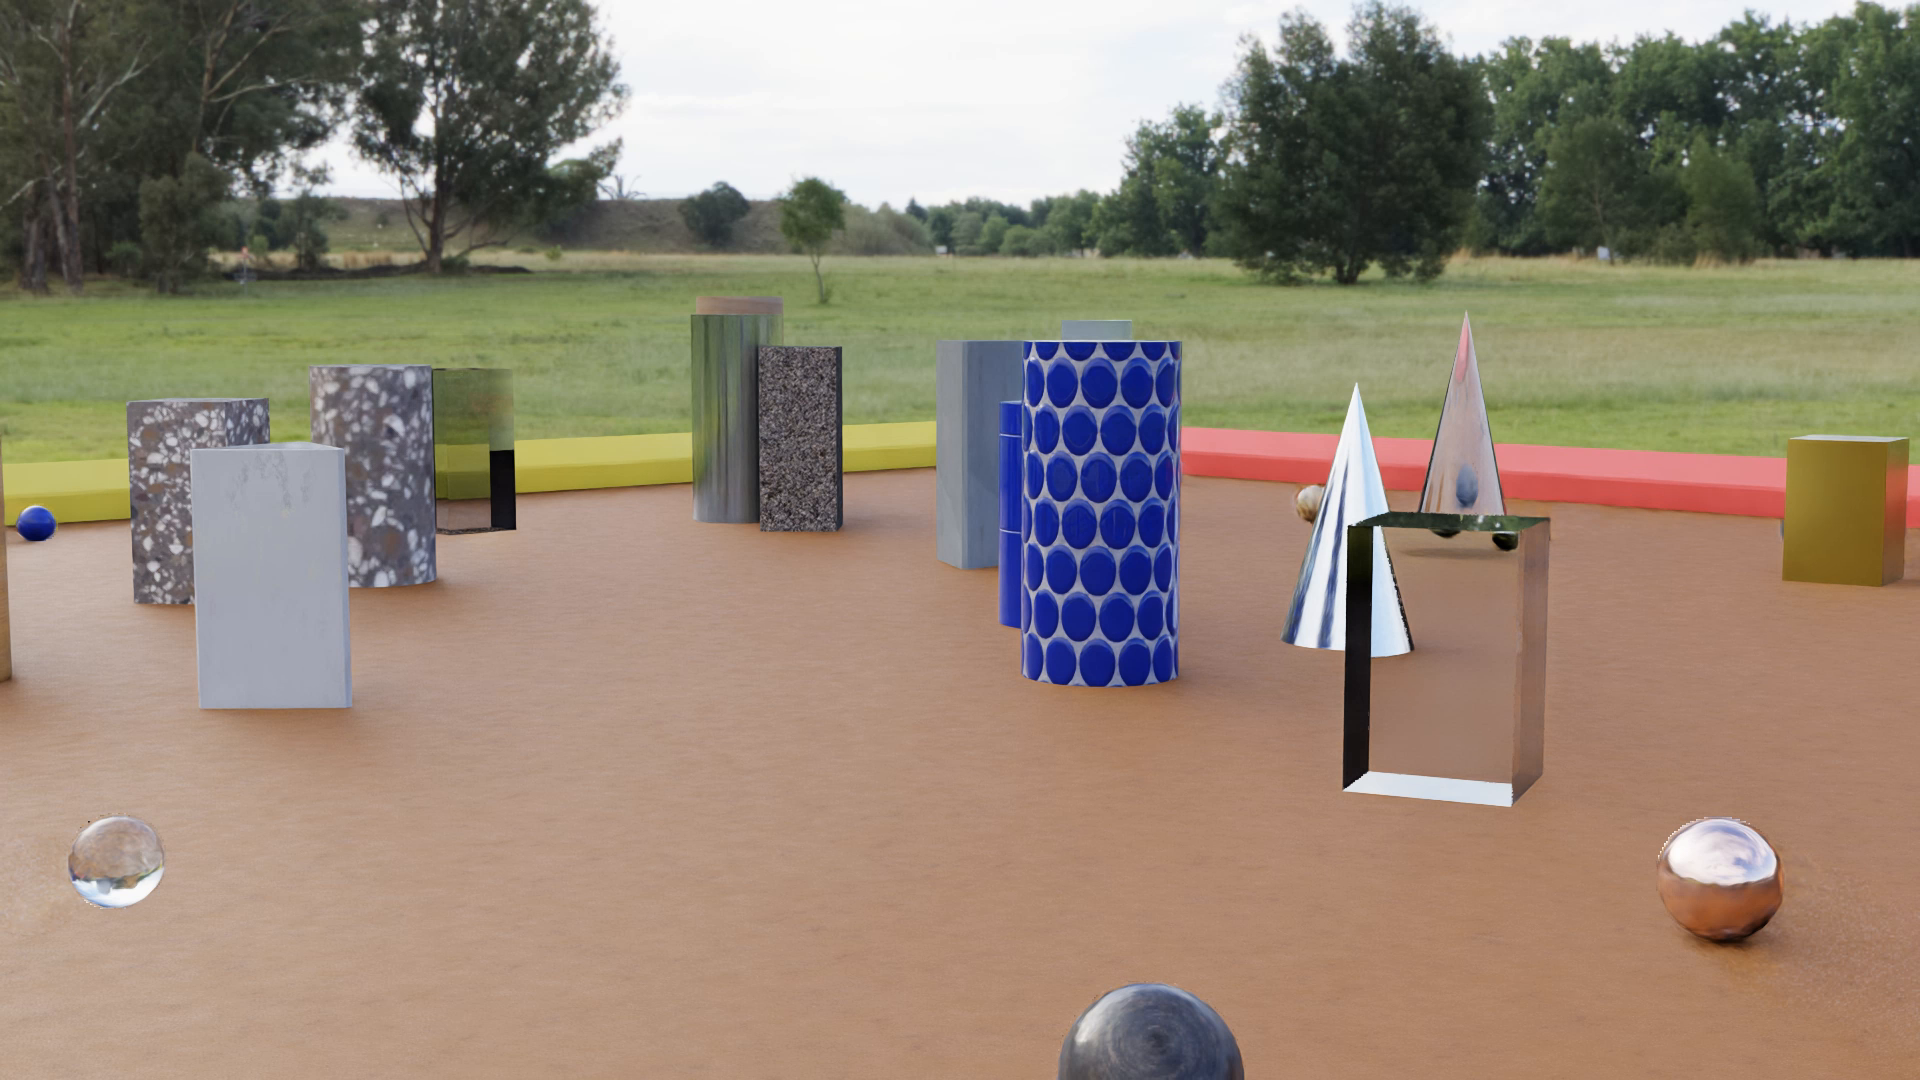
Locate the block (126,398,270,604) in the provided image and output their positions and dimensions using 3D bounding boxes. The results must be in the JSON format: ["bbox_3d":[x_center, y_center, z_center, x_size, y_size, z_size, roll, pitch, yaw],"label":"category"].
[{"bbox_3d":[-1.168,-0.063,3.390,0.155,0.306,0.155,1,6,7],"label":"block"}]

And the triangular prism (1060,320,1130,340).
[{"bbox_3d":[0.322,-0.253,4.646,0.167,0.421,0.145,4,7,35],"label":"triangular prism"}]

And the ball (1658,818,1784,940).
[{"bbox_3d":[0.539,0.241,1.558,0.085,0.085,0.085,0,6,0],"label":"ball"}]

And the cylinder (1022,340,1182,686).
[{"bbox_3d":[0.171,-0.038,2.675,0.193,0.406,0.193,0,6,0],"label":"cylinder"}]

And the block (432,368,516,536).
[{"bbox_3d":[-1.006,-0.182,4.430,0.155,0.325,0.155,-6,8,-44],"label":"block"}]

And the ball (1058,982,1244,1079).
[{"bbox_3d":[0.099,0.279,1.139,0.097,0.097,0.097,0,6,0],"label":"ball"}]

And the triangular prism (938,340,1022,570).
[{"bbox_3d":[0.013,-0.155,3.862,0.145,0.390,0.167,6,8,44],"label":"triangular prism"}]

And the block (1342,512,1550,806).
[{"bbox_3d":[0.457,0.106,2.063,0.155,0.247,0.155,3,7,25],"label":"block"}]

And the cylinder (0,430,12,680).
[{"bbox_3d":[-1.248,0.020,2.636,0.193,0.299,0.193,0,6,0],"label":"cylinder"}]

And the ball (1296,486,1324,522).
[{"bbox_3d":[0.741,-0.074,4.595,0.077,0.077,0.077,0,6,0],"label":"ball"}]

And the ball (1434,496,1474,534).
[{"bbox_3d":[0.976,-0.049,4.352,0.077,0.077,0.077,0,6,0],"label":"ball"}]

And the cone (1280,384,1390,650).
[{"bbox_3d":[0.530,-0.038,2.954,0.193,0.347,0.193,0,6,0],"label":"cone"}]

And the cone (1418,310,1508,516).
[{"bbox_3d":[0.928,-0.202,4.050,0.193,0.445,0.193,0,6,0],"label":"cone"}]

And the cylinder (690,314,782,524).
[{"bbox_3d":[-0.471,-0.260,4.656,0.193,0.433,0.193,0,6,0],"label":"cylinder"}]

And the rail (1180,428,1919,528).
[{"bbox_3d":[1.623,-0.124,4.822,0.045,0.126,4.420,-6,8,-42],"label":"rail"}]

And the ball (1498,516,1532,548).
[{"bbox_3d":[1.039,-0.016,4.120,0.061,0.061,0.061,0,6,0],"label":"ball"}]

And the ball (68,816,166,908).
[{"bbox_3d":[-0.629,0.240,1.642,0.068,0.068,0.068,0,6,0],"label":"ball"}]

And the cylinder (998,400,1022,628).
[{"bbox_3d":[0.152,-0.039,3.128,0.193,0.313,0.193,0,6,0],"label":"cylinder"}]

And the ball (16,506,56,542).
[{"bbox_3d":[-1.771,-0.031,4.218,0.070,0.070,0.070,0,6,0],"label":"ball"}]

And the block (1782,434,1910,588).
[{"bbox_3d":[1.462,-0.051,3.628,0.155,0.233,0.155,4,7,35],"label":"block"}]

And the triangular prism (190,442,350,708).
[{"bbox_3d":[-0.770,0.036,2.521,0.167,0.290,0.145,0,6,-2],"label":"triangular prism"}]

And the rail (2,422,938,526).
[{"bbox_3d":[-1.483,-0.135,4.930,4.465,0.126,0.045,-6,8,-42],"label":"rail"}]

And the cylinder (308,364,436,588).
[{"bbox_3d":[-0.962,-0.109,3.607,0.193,0.353,0.193,0,6,0],"label":"cylinder"}]

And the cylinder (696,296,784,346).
[{"bbox_3d":[-0.487,-0.303,4.886,0.193,0.472,0.193,0,6,0],"label":"cylinder"}]

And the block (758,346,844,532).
[{"bbox_3d":[-0.322,-0.208,4.474,0.155,0.368,0.155,0,6,1],"label":"block"}]

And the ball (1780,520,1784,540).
[{"bbox_3d":[1.556,-0.020,4.052,0.082,0.082,0.082,0,6,0],"label":"ball"}]
